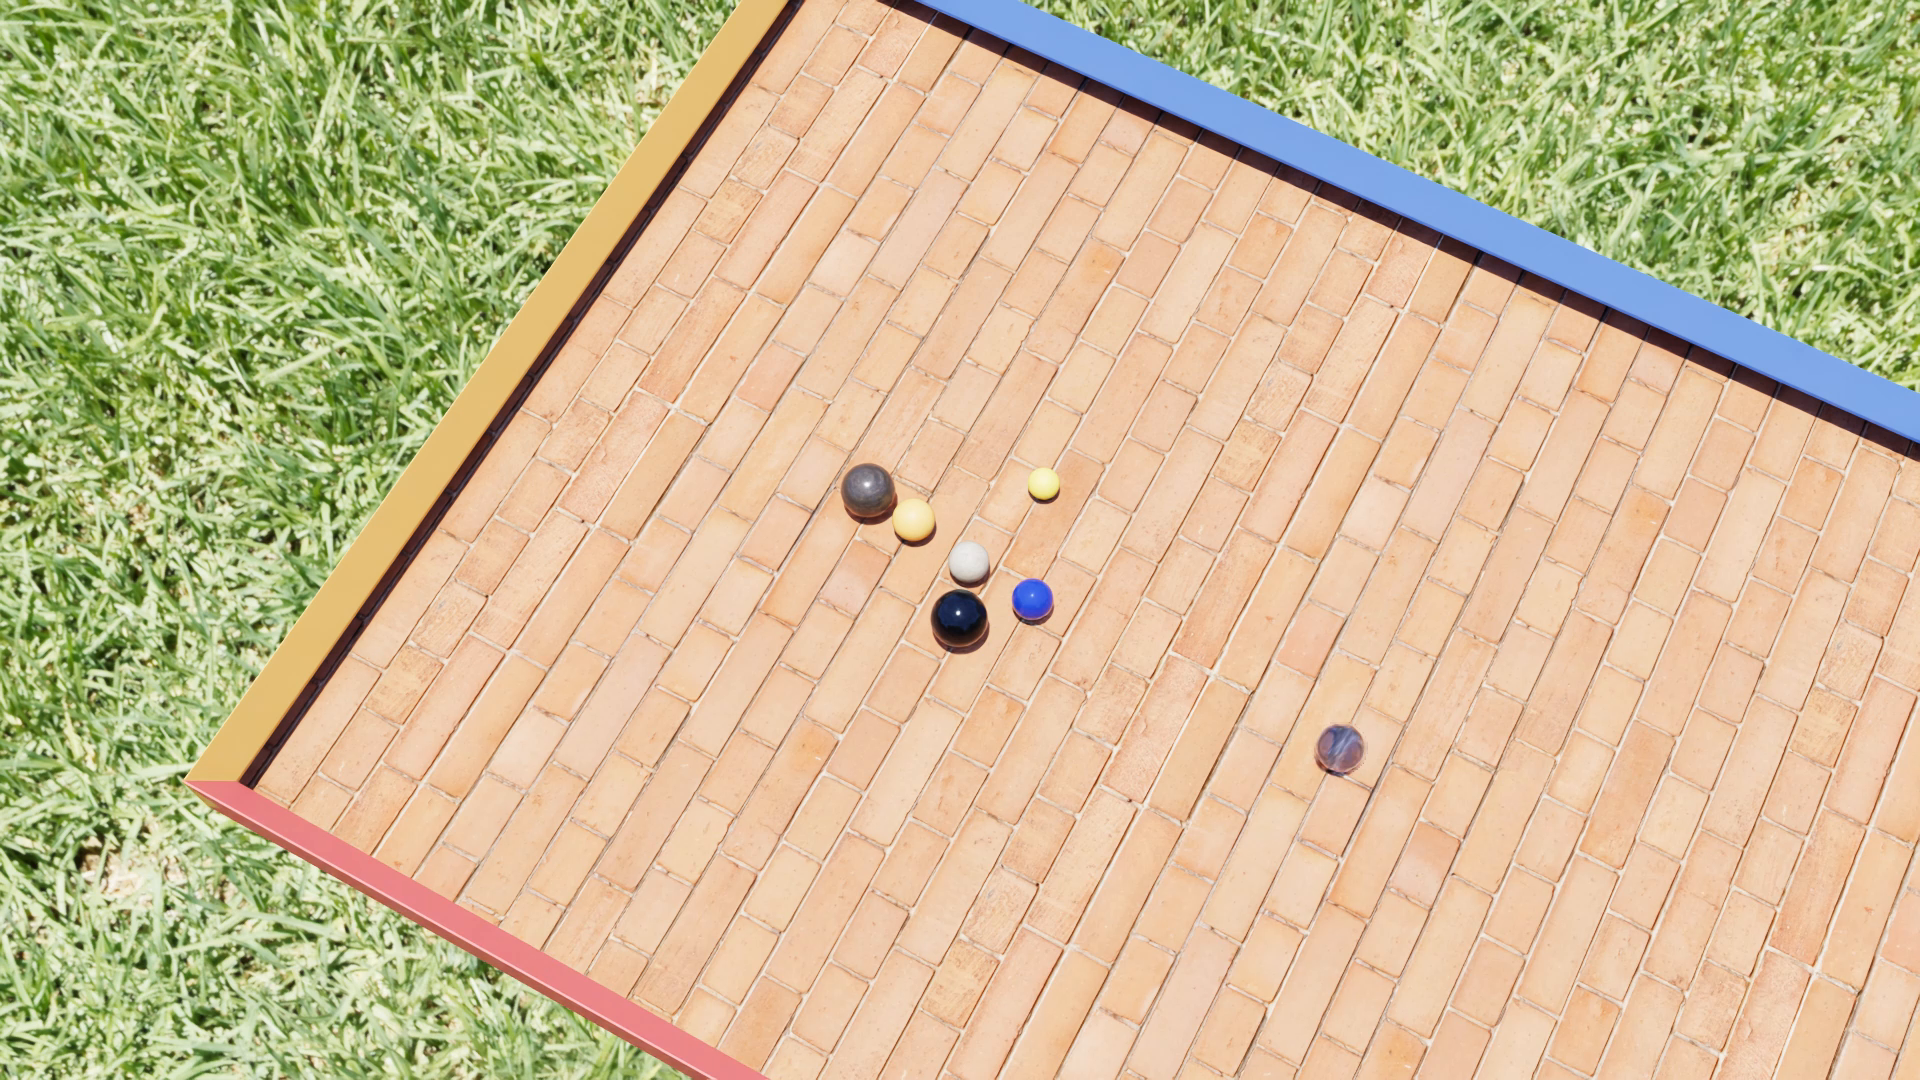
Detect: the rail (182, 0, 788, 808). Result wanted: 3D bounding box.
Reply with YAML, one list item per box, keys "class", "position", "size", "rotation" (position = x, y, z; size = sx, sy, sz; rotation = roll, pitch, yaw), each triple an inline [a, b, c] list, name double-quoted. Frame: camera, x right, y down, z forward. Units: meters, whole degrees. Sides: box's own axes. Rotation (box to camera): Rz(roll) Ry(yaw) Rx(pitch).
- class: "rail"
  position: [-0.699, -0.354, 3.674]
  size: [0.045, 0.120, 1.869]
  rotation: [26, 68, 11]

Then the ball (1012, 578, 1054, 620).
- class: "ball"
  position: [0.116, 0.094, 3.503]
  size: [0.068, 0.068, 0.068]
  rotation: [0, 66, 0]

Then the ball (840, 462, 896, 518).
- class: "ball"
  position: [-0.150, -0.081, 3.569]
  size: [0.089, 0.089, 0.089]
  rotation: [0, 66, 0]

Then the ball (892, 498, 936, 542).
- class: "ball"
  position: [-0.075, -0.033, 3.558]
  size: [0.070, 0.070, 0.070]
  rotation: [0, 66, 0]

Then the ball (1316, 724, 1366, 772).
- class: "ball"
  position: [0.588, 0.321, 3.397]
  size: [0.075, 0.075, 0.075]
  rotation: [0, 66, 0]

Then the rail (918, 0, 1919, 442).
- class: "rail"
  position: [1.153, -0.386, 3.689]
  size: [3.271, 0.120, 0.045]
  rotation: [26, 68, 11]

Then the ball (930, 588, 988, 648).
- class: "ball"
  position: [-0.001, 0.124, 3.476]
  size: [0.092, 0.092, 0.092]
  rotation: [0, 66, 0]

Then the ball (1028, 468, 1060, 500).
- class: "ball"
  position: [0.137, -0.092, 3.594]
  size: [0.053, 0.053, 0.053]
  rotation: [0, 66, 0]

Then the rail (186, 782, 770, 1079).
- class: "rail"
  position: [0.286, 1.076, 3.033]
  size: [3.271, 0.120, 0.045]
  rotation: [26, 68, 11]

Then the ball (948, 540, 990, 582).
- class: "ball"
  position: [0.014, 0.035, 3.529]
  size: [0.068, 0.068, 0.068]
  rotation: [0, 66, 0]
